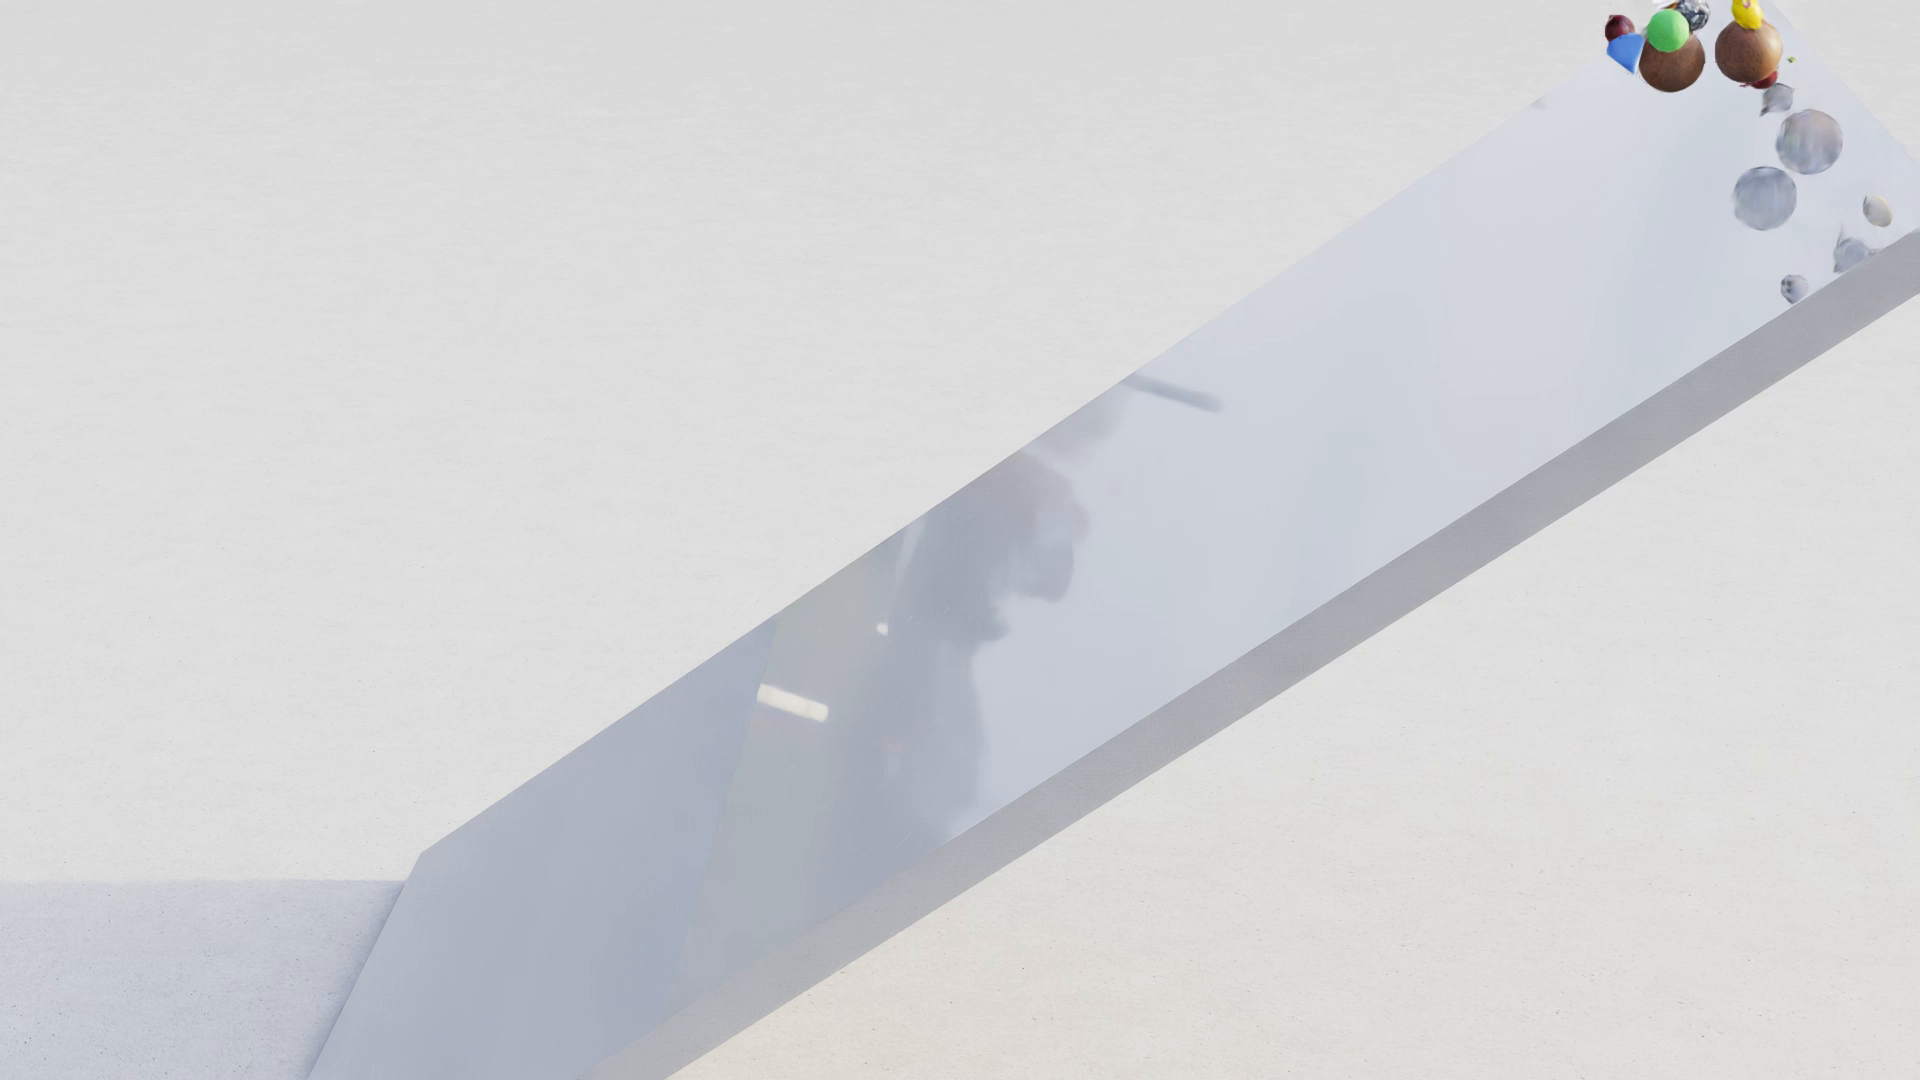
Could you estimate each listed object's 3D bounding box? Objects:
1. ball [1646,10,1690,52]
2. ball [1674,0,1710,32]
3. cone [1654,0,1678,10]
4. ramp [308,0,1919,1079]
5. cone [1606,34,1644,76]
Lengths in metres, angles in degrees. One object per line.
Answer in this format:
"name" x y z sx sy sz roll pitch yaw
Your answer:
"ball" 1.307 -0.940 5.429 0.077 0.077 0.077 0 22 0
"ball" 1.380 -0.993 5.551 0.068 0.068 0.068 0 22 0
"cone" 1.394 -1.030 5.616 0.096 0.096 0.096 32 11 -23
"ramp" 0.131 0.178 6.318 4.000 0.100 2.000 -34 16 16
"cone" 1.244 -0.889 5.460 0.071 0.071 0.071 -4 59 -9
